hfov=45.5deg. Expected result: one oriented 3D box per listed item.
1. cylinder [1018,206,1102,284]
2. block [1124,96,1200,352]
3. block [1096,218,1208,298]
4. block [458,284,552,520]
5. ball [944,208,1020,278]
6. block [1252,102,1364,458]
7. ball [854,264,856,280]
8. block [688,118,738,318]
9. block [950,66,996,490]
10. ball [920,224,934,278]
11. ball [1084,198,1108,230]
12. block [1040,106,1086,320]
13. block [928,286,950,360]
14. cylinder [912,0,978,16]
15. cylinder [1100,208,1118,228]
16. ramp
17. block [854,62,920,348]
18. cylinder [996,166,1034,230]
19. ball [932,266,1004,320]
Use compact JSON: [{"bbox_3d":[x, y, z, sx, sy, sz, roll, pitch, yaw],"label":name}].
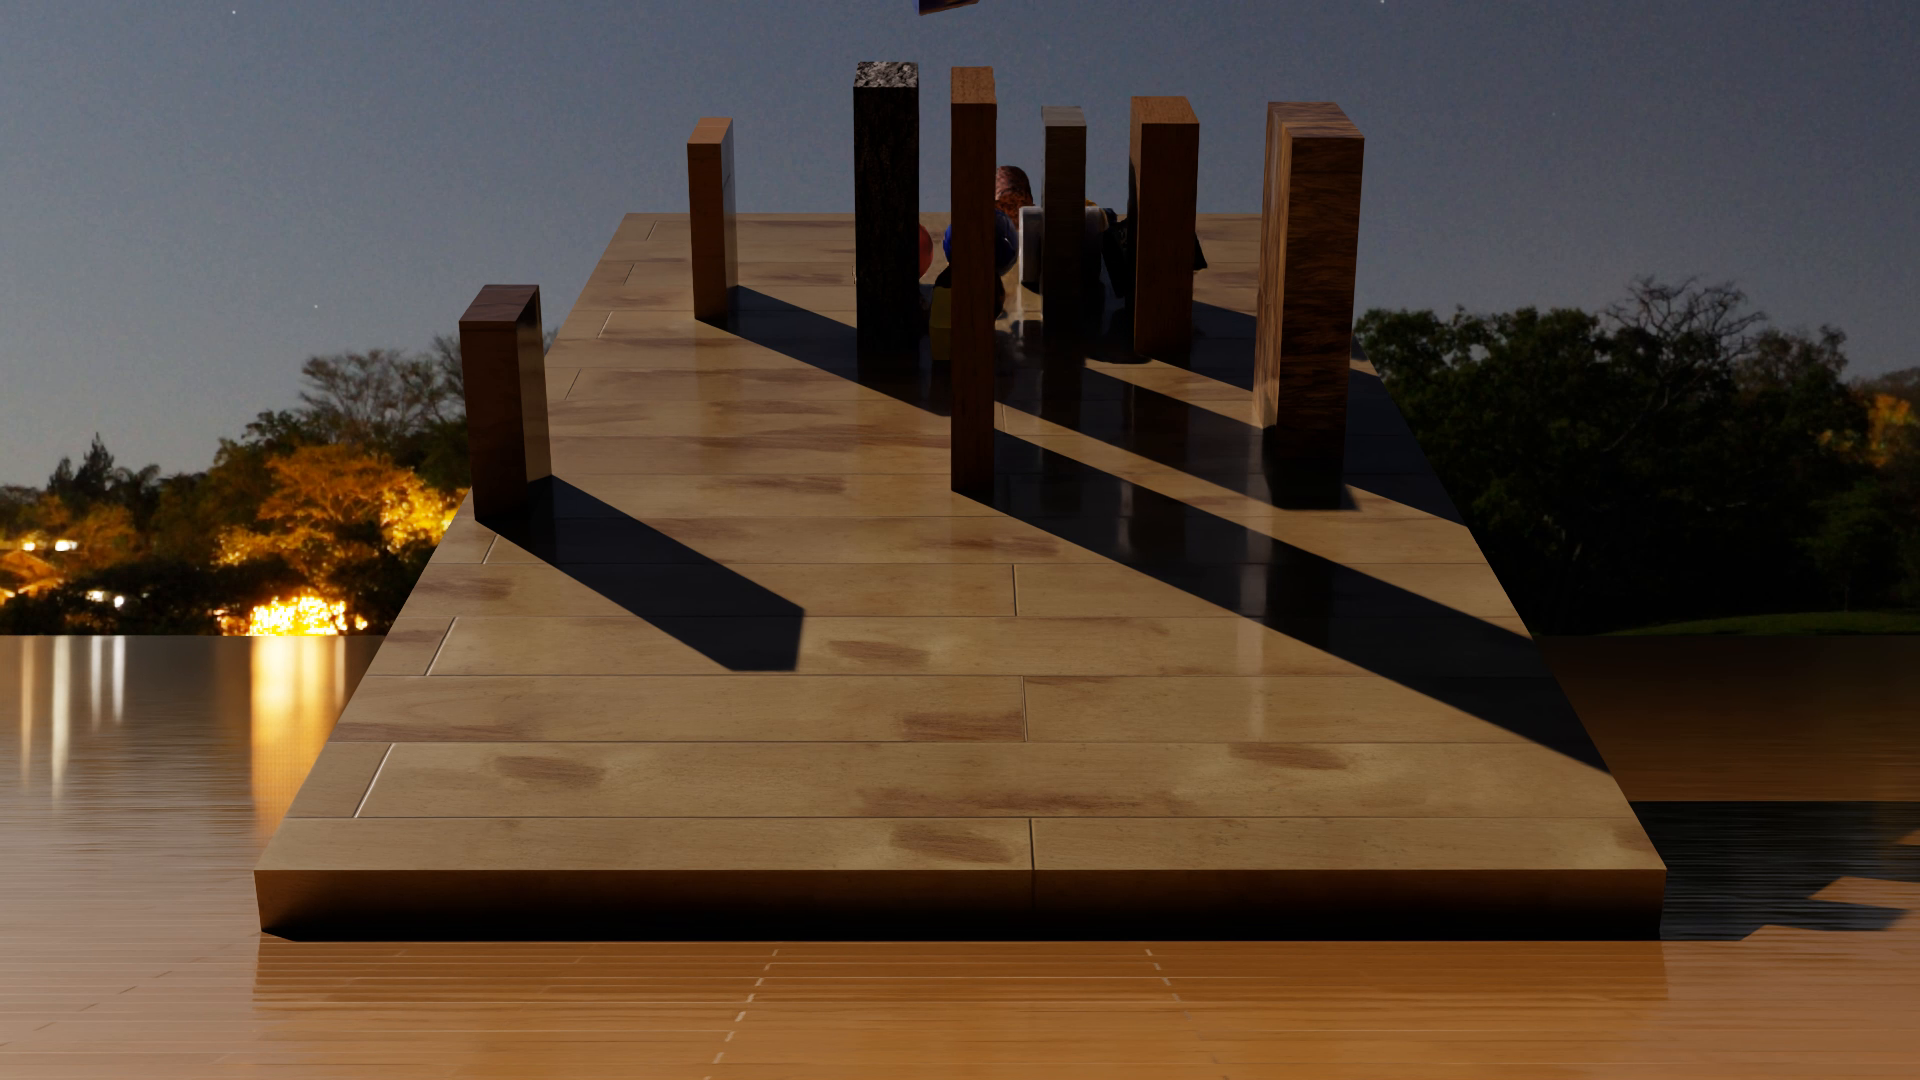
[{"bbox_3d":[0.268,-0.798,6.175,0.207,0.207,0.207,0,-2,-3],"label":"cylinder"},{"bbox_3d":[0.495,-0.782,5.650,0.136,0.563,0.342,0,21,0],"label":"block"},{"bbox_3d":[0.502,-0.757,6.004,0.178,0.178,0.178,-15,-5,-45],"label":"block"},{"bbox_3d":[-0.905,-0.278,4.571,0.109,0.408,0.268,0,21,0],"label":"block"},{"bbox_3d":[0.056,-0.762,5.900,0.198,0.198,0.198,0,-2,0],"label":"ball"},{"bbox_3d":[0.743,-0.564,4.926,0.146,0.687,0.386,0,21,0],"label":"block"},{"bbox_3d":[-0.198,-0.702,5.995,0.160,0.160,0.160,0,-2,0],"label":"ball"},{"bbox_3d":[-0.639,-0.839,5.942,0.084,0.453,0.336,0,21,0],"label":"block"},{"bbox_3d":[0.025,-0.545,4.730,0.088,0.792,0.409,0,21,0],"label":"block"},{"bbox_3d":[-0.165,-0.778,6.151,0.187,0.187,0.187,0,-2,0],"label":"ball"},{"bbox_3d":[0.317,-0.863,6.362,0.185,0.185,0.185,0,-2,0],"label":"ball"},{"bbox_3d":[0.263,-0.845,5.899,0.102,0.498,0.267,0,21,0],"label":"block"},{"bbox_3d":[-0.002,-0.519,5.509,0.125,0.125,0.125,2,-34,6],"label":"block"},{"bbox_3d":[-0.054,-1.618,6.594,0.179,0.179,0.179,-14,-1,-6],"label":"cylinder"},{"bbox_3d":[0.379,-0.885,6.526,0.112,0.112,0.112,-9,1,-19],"label":"cylinder"},{"bbox_3d":[-0.006,-0.217,5.117,2.000,0.100,4.000,0,21,0],"label":"ramp"},{"bbox_3d":[-0.178,-0.832,5.668,0.150,0.641,0.352,0,21,0],"label":"block"},{"bbox_3d":[0.142,-0.987,6.612,0.134,0.134,0.134,-5,-44,-5],"label":"cylinder"},{"bbox_3d":[0.022,-0.613,5.740,0.182,0.182,0.182,0,-2,0],"label":"ball"}]
